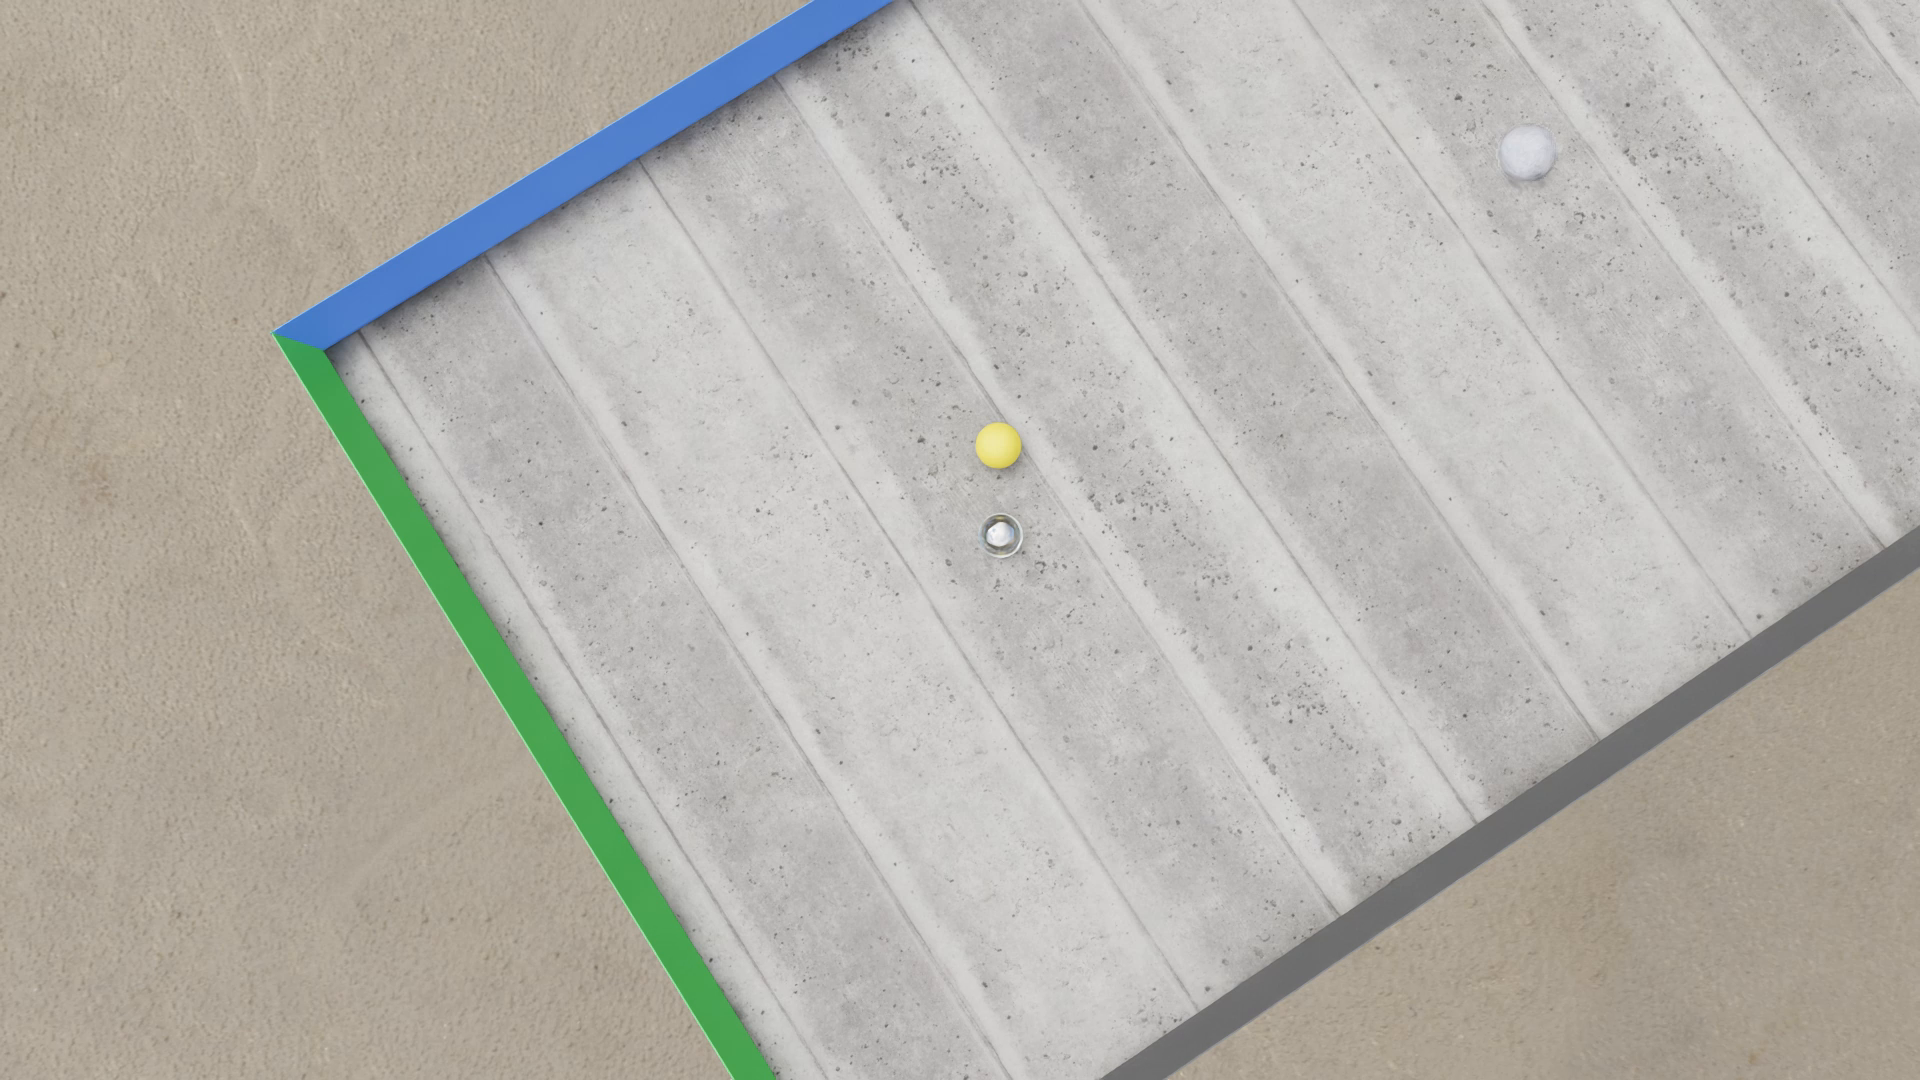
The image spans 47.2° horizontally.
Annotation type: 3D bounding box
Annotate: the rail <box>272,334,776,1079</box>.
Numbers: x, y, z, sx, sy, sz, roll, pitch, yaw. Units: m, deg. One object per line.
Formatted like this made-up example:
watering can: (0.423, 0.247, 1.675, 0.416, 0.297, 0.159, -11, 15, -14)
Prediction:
rail: (-0.560, 0.357, 3.198, 0.045, 0.110, 1.619, -33, 82, -5)

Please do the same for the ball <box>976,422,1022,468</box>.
ball: (0.058, -0.142, 3.305, 0.070, 0.070, 0.070, 0, 80, 0)

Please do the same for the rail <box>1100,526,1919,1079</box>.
rail: (1.009, 0.272, 3.213, 2.769, 0.110, 0.045, -33, 82, -5)

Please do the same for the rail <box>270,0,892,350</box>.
rail: (0.150, -1.025, 3.435, 2.769, 0.110, 0.045, -33, 82, -5)

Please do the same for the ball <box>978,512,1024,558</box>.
ball: (0.061, -0.007, 3.284, 0.067, 0.067, 0.067, 0, 80, 0)

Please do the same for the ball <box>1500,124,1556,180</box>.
ball: (0.871, -0.594, 3.375, 0.085, 0.085, 0.085, 0, 80, 0)
